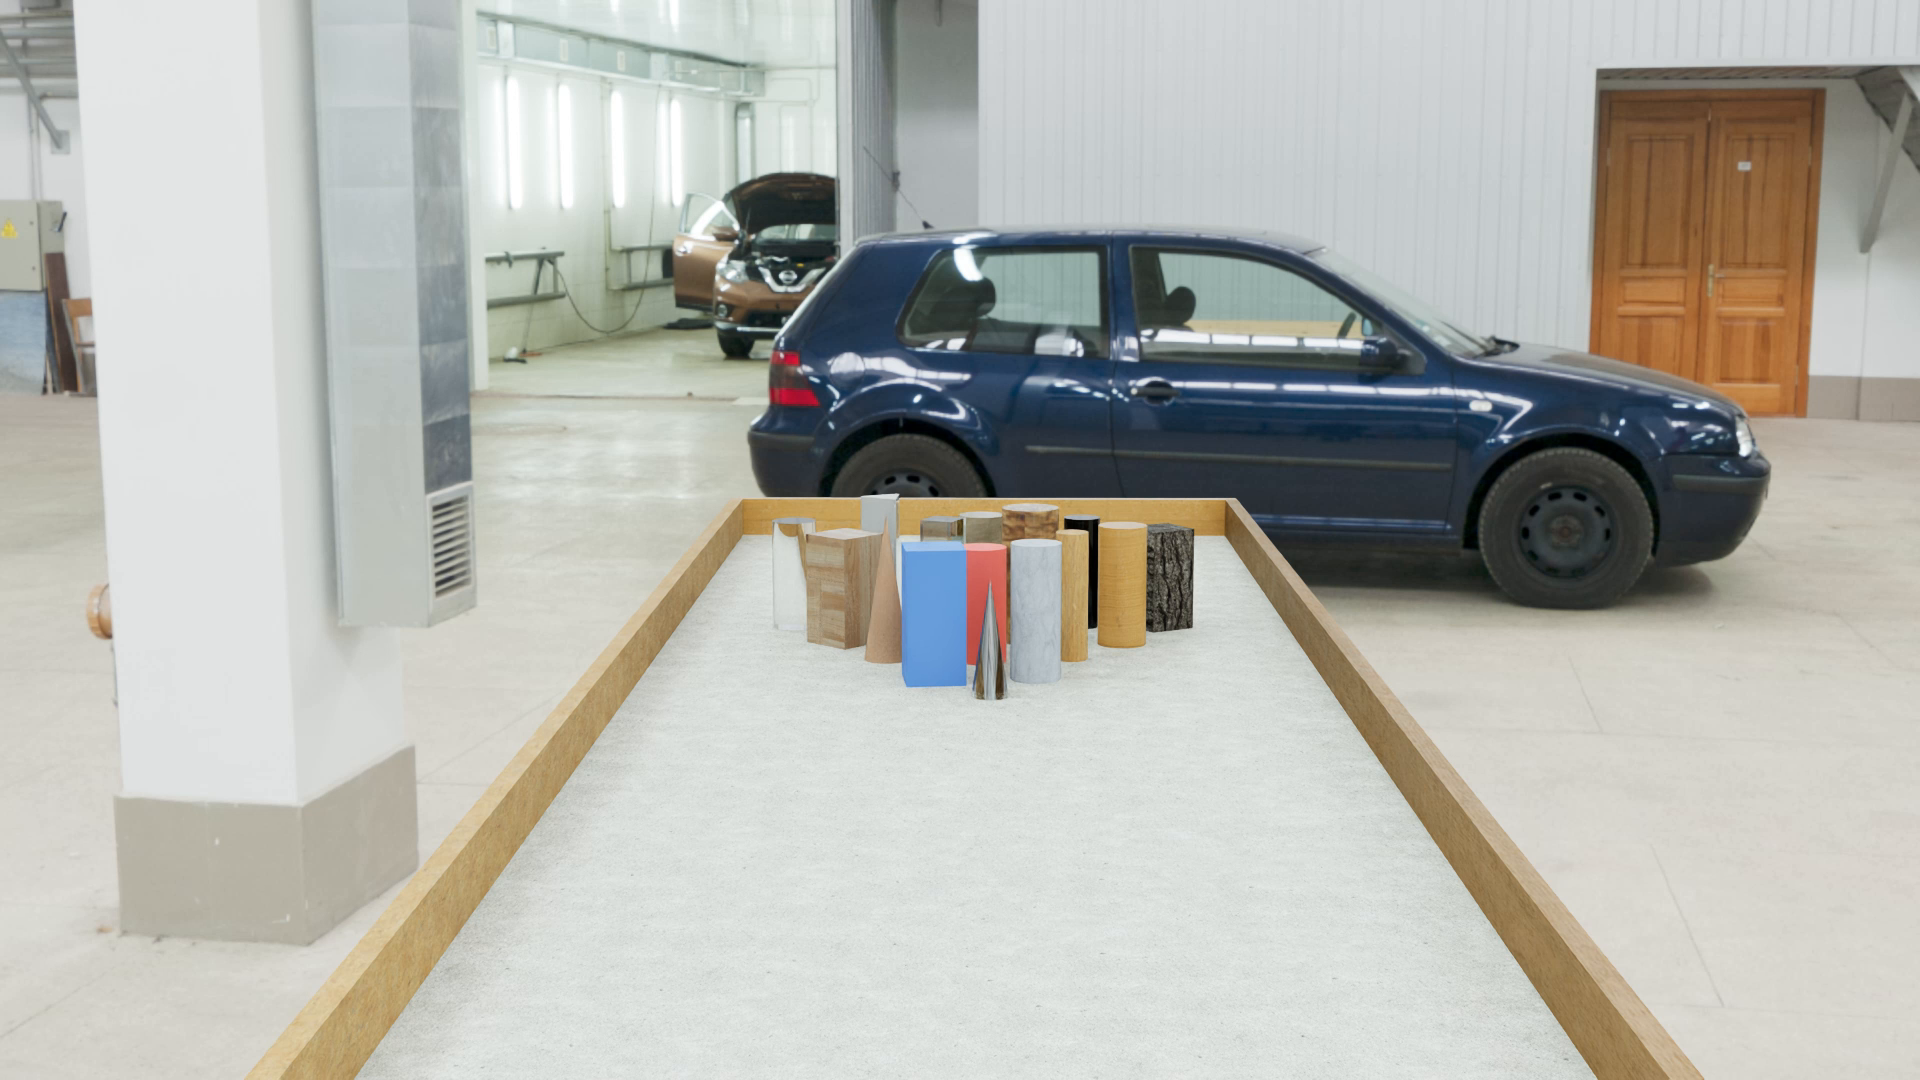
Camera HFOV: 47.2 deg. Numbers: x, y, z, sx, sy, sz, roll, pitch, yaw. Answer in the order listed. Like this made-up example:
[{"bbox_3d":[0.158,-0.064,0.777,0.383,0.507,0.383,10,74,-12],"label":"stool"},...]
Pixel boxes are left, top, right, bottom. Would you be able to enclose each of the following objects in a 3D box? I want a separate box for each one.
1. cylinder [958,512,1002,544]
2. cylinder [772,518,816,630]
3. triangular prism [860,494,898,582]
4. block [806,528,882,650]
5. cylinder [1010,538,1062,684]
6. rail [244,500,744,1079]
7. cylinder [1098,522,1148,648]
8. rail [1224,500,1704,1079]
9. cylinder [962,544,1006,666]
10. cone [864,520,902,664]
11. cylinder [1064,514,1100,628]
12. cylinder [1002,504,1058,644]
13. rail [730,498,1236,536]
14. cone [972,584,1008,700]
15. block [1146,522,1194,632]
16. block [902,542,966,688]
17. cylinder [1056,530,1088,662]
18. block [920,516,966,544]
[{"bbox_3d":[0.070,0.099,7.211,0.149,0.367,0.149,0,9,0],"label":"cylinder"},{"bbox_3d":[-0.542,0.110,7.200,0.143,0.350,0.143,0,9,0],"label":"cylinder"},{"bbox_3d":[-0.235,0.068,7.213,0.136,0.429,0.117,6,11,32],"label":"triangular prism"},{"bbox_3d":[-0.362,0.151,6.945,0.172,0.347,0.172,8,12,43],"label":"block"},{"bbox_3d":[0.221,0.207,6.415,0.149,0.403,0.149,0,9,0],"label":"cylinder"},{"bbox_3d":[-1.004,0.839,3.234,0.050,0.150,12.000,0,9,1],"label":"rail"},{"bbox_3d":[0.510,0.140,6.917,0.154,0.377,0.154,0,9,0],"label":"cylinder"},{"bbox_3d":[1.046,0.843,3.208,0.050,0.150,12.000,0,9,1],"label":"rail"},{"bbox_3d":[0.067,0.194,6.670,0.150,0.350,0.150,0,9,0],"label":"cylinder"},{"bbox_3d":[-0.224,0.142,6.681,0.137,0.448,0.137,0,9,0],"label":"cone"},{"bbox_3d":[0.398,0.104,7.203,0.119,0.361,0.119,0,9,0],"label":"cylinder"},{"bbox_3d":[0.222,0.108,6.959,0.180,0.428,0.180,0,9,0],"label":"cylinder"},{"bbox_3d":[0.099,-0.098,9.147,2.100,0.150,0.050,0,9,1],"label":"rail"},{"bbox_3d":[0.085,0.275,6.195,0.107,0.338,0.107,0,9,0],"label":"cone"},{"bbox_3d":[0.654,0.122,7.195,0.157,0.327,0.157,-5,10,-29],"label":"block"},{"bbox_3d":[-0.077,0.214,6.394,0.173,0.397,0.173,-1,9,-6],"label":"block"},{"bbox_3d":[0.340,0.169,6.691,0.101,0.391,0.101,0,9,0],"label":"cylinder"},{"bbox_3d":[-0.053,0.127,6.950,0.108,0.393,0.108,4,10,25],"label":"block"}]
